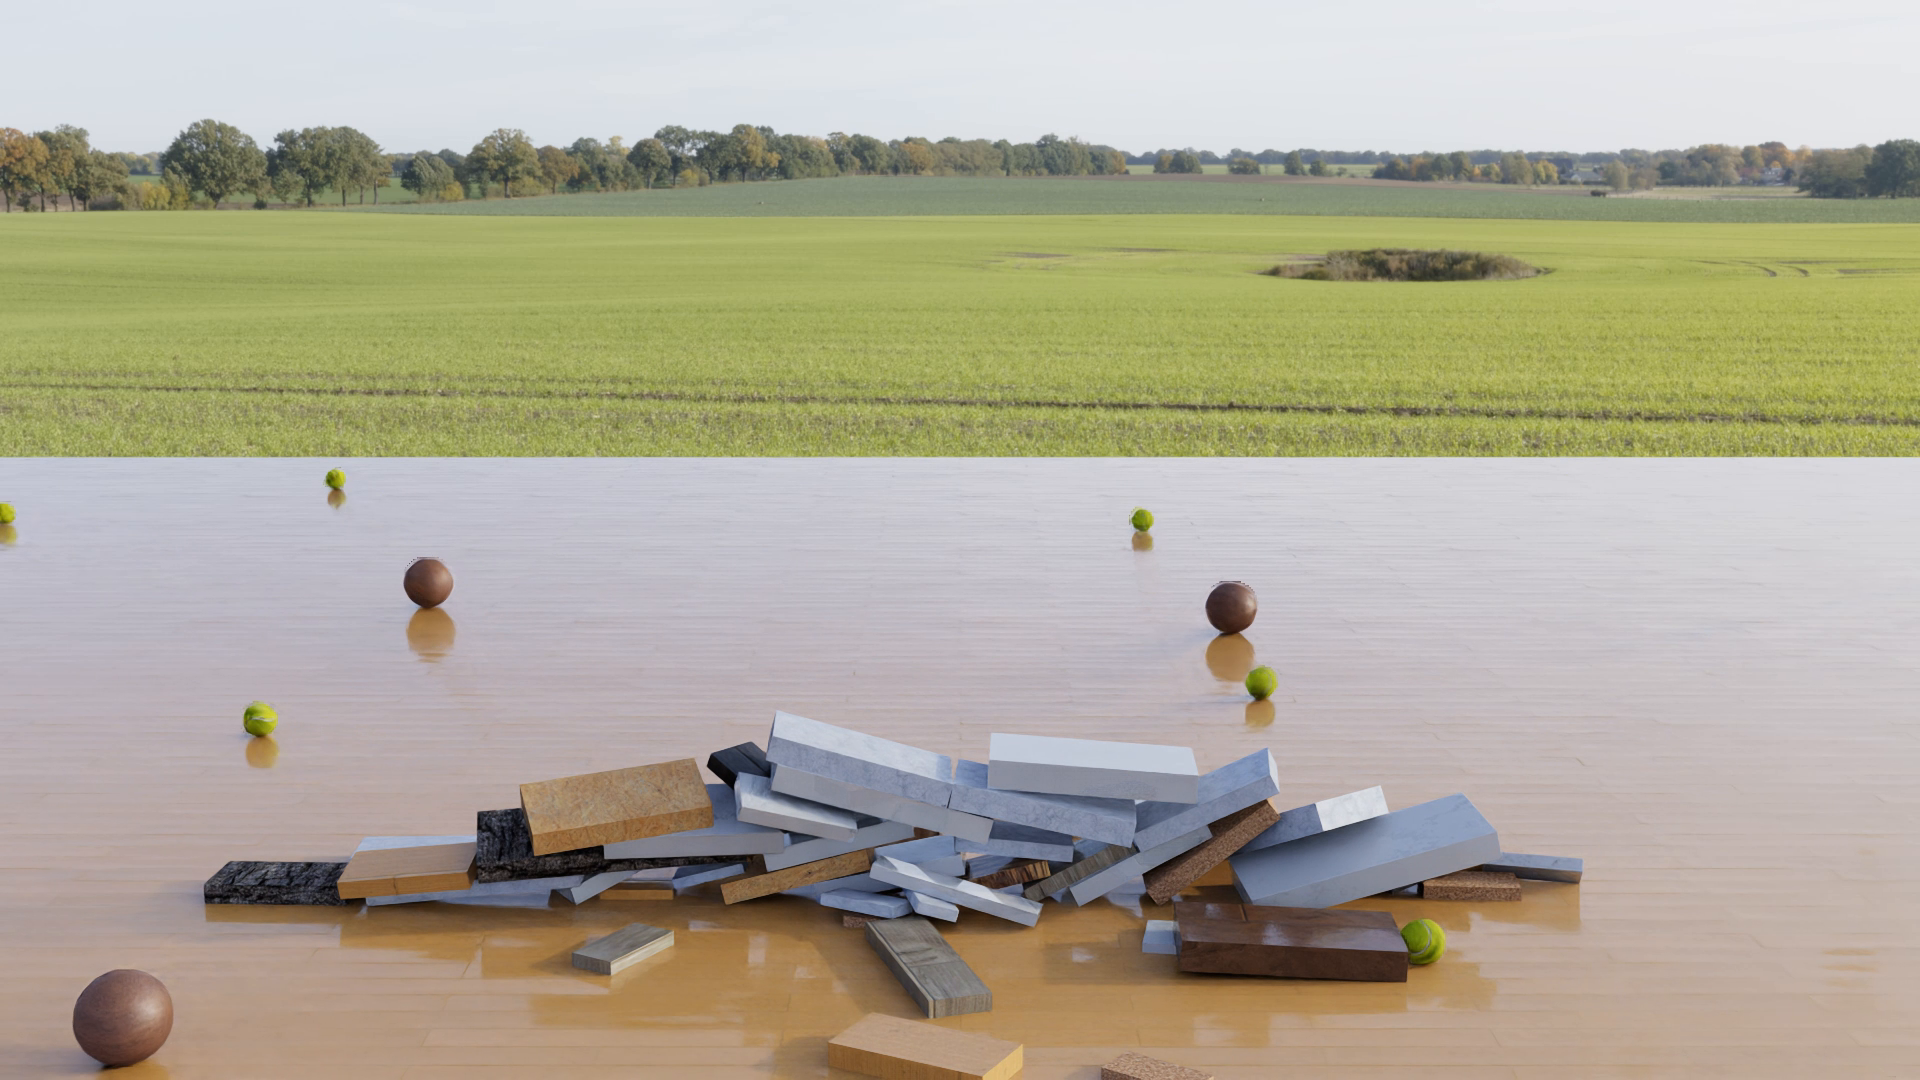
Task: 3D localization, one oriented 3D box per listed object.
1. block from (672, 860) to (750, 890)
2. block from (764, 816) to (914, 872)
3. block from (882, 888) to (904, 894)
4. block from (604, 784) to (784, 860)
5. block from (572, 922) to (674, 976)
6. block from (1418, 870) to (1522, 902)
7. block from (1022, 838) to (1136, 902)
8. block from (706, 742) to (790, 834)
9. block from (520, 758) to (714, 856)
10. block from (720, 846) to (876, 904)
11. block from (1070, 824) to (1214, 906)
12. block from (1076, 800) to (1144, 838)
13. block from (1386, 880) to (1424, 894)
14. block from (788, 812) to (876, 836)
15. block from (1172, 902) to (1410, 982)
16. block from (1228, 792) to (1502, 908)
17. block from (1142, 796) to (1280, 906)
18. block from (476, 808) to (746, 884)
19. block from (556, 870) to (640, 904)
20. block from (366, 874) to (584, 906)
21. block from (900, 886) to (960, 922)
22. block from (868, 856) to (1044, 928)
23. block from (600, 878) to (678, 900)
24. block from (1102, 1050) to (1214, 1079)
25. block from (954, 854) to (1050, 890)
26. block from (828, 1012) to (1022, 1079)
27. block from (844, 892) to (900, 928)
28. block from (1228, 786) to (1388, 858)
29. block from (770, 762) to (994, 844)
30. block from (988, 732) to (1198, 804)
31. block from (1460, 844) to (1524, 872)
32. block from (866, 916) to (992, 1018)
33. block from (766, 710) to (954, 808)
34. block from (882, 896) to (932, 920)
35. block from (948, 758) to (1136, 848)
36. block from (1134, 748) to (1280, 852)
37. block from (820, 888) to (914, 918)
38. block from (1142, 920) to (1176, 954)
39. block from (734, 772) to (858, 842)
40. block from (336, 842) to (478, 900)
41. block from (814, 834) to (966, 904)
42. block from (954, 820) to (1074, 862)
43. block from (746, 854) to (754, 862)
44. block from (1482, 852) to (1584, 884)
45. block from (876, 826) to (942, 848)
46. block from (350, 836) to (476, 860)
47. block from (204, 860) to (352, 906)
[{"bbox_3d":[-0.416,0.552,3.674,0.122,0.017,0.061,-14,10,5],"label":"block"},{"bbox_3d":[-0.202,0.487,3.655,0.247,0.035,0.124,-13,10,-1],"label":"block"},{"bbox_3d":[-0.109,0.570,3.662,0.121,0.017,0.061,-11,10,4],"label":"block"},{"bbox_3d":[-0.436,0.460,3.614,0.289,0.041,0.144,-1,28,-6],"label":"block"},{"bbox_3d":[-0.519,0.630,3.394,0.076,0.022,0.152,6,12,30],"label":"block"},{"bbox_3d":[0.851,0.577,3.675,0.159,0.023,0.080,1,11,4],"label":"block"},{"bbox_3d":[0.194,0.534,3.658,0.194,0.028,0.097,-27,11,2],"label":"block"},{"bbox_3d":[-0.318,0.407,3.630,0.193,0.027,0.096,36,29,29],"label":"block"},{"bbox_3d":[-0.558,0.431,3.572,0.289,0.041,0.144,-7,30,-17],"label":"block"},{"bbox_3d":[-0.268,0.542,3.666,0.247,0.035,0.124,-14,10,4],"label":"block"},{"bbox_3d":[0.292,0.518,3.661,0.247,0.035,0.124,-28,11,1],"label":"block"},{"bbox_3d":[0.301,0.486,4.098,0.167,0.047,0.333,5,12,27],"label":"block"},{"bbox_3d":[0.777,0.547,3.700,0.159,0.023,0.080,-20,10,-12],"label":"block"},{"bbox_3d":[-0.211,0.456,3.675,0.152,0.022,0.076,-13,10,3],"label":"block"},{"bbox_3d":[0.502,0.614,3.368,0.338,0.048,0.169,3,11,1],"label":"block"},{"bbox_3d":[0.656,0.519,3.586,0.408,0.048,0.169,-15,16,-2],"label":"block"},{"bbox_3d":[0.413,0.500,3.649,0.247,0.035,0.124,-37,11,7],"label":"block"},{"bbox_3d":[-0.576,0.489,3.637,0.433,0.041,0.144,-4,29,-10],"label":"block"},{"bbox_3d":[-0.576,0.535,3.695,0.215,0.030,0.108,-26,21,-27],"label":"block"},{"bbox_3d":[-0.798,0.552,3.648,0.354,0.030,0.108,-6,20,2],"label":"block"},{"bbox_3d":[-0.049,0.576,3.533,0.067,0.019,0.134,16,5,-14],"label":"block"},{"bbox_3d":[-0.006,0.565,3.542,0.276,0.022,0.076,16,6,8],"label":"block"},{"bbox_3d":[-0.535,0.581,3.668,0.121,0.017,0.061,0,11,0],"label":"block"},{"bbox_3d":[0.263,0.717,2.932,0.134,0.019,0.067,8,13,36],"label":"block"},{"bbox_3d":[0.050,0.553,3.660,0.194,0.028,0.097,-14,12,2],"label":"block"},{"bbox_3d":[-0.047,0.699,2.988,0.237,0.034,0.118,6,12,27],"label":"block"},{"bbox_3d":[-0.143,0.600,3.567,0.061,0.017,0.121,2,11,13],"label":"block"},{"bbox_3d":[0.541,0.486,3.712,0.167,0.047,0.333,-7,-12,-40],"label":"block"},{"bbox_3d":[-0.130,0.411,3.614,0.362,0.043,0.151,15,10,-8],"label":"block"},{"bbox_3d":[0.217,0.376,3.632,0.338,0.048,0.169,4,10,1],"label":"block"},{"bbox_3d":[0.880,0.550,3.812,0.186,0.026,0.093,2,11,13],"label":"block"},{"bbox_3d":[-0.051,0.641,3.320,0.096,0.027,0.336,-3,11,-18],"label":"block"},{"bbox_3d":[-0.164,0.358,3.603,0.301,0.043,0.151,16,10,-5],"label":"block"},{"bbox_3d":[-0.076,0.602,3.557,0.061,0.017,0.122,3,11,18],"label":"block"},{"bbox_3d":[0.137,0.432,3.620,0.301,0.043,0.151,12,10,1],"label":"block"},{"bbox_3d":[0.403,0.428,3.622,0.247,0.035,0.124,-25,11,12],"label":"block"},{"bbox_3d":[-0.149,0.583,3.534,0.134,0.019,0.067,6,3,28],"label":"block"},{"bbox_3d":[0.317,0.623,3.452,0.053,0.015,0.105,2,11,9],"label":"block"},{"bbox_3d":[-0.266,0.432,3.555,0.193,0.027,0.096,14,26,-16],"label":"block"},{"bbox_3d":[-0.901,0.542,3.614,0.215,0.030,0.108,-5,20,4],"label":"block"},{"bbox_3d":[-0.115,0.544,3.661,0.247,0.035,0.124,-12,10,3],"label":"block"},{"bbox_3d":[0.088,0.496,3.651,0.194,0.028,0.097,6,11,-2],"label":"block"},{"bbox_3d":[-0.398,0.505,3.681,0.121,0.017,0.061,8,29,12],"label":"block"},{"bbox_3d":[0.964,0.551,3.703,0.159,0.023,0.080,3,-22,13],"label":"block"},{"bbox_3d":[-0.209,0.509,3.976,0.375,0.047,0.166,2,11,9],"label":"block"},{"bbox_3d":[-0.923,0.547,3.808,0.237,0.034,0.118,-1,11,-3],"label":"block"},{"bbox_3d":[-1.123,0.573,3.671,0.237,0.034,0.118,0,11,2],"label":"block"}]
